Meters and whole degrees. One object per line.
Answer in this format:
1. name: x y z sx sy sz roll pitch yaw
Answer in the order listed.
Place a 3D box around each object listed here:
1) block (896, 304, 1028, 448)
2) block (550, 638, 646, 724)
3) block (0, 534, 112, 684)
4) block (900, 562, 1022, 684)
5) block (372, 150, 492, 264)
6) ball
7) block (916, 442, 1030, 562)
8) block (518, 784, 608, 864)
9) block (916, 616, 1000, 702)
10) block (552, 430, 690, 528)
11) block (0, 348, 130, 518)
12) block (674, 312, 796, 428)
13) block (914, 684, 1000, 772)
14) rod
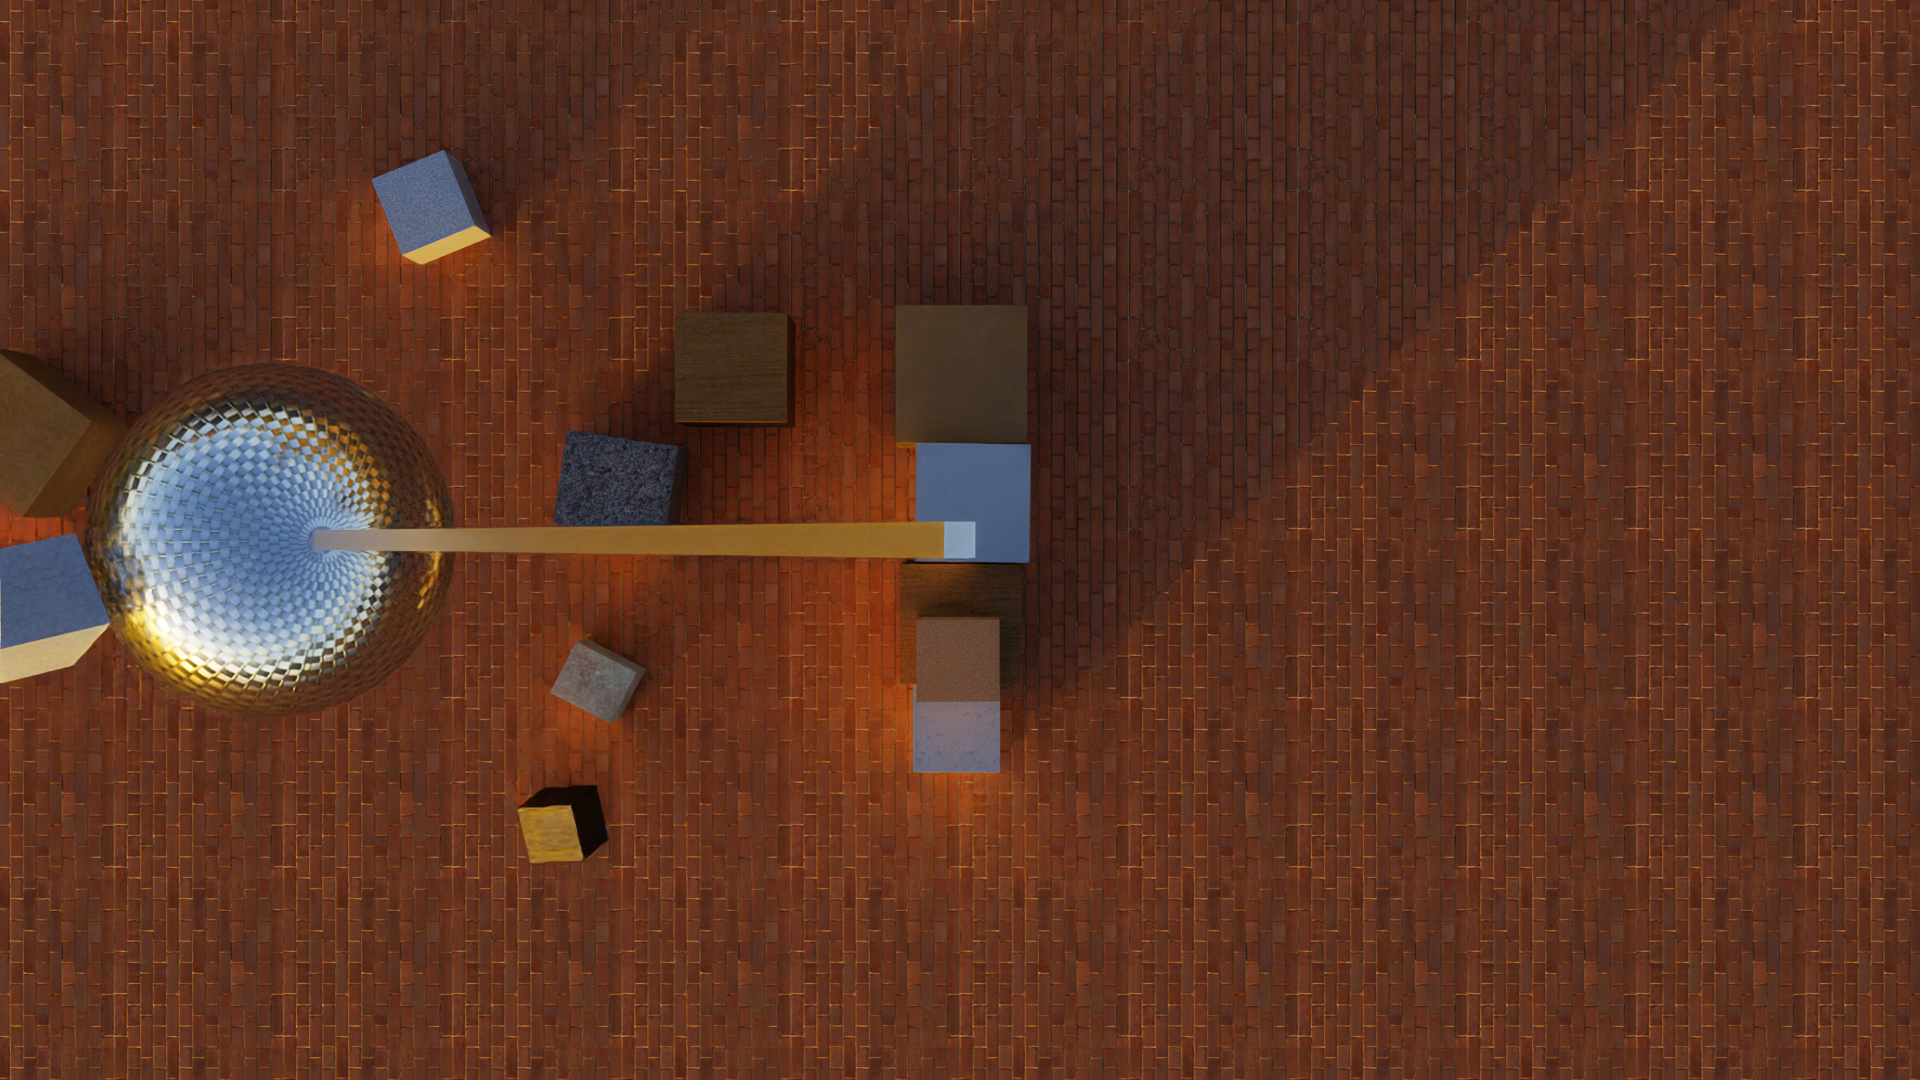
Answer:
1. block: 0.007 -0.930 12.659 0.740 0.681 0.771 0 90 0
2. block: -2.106 0.819 12.814 0.388 0.372 0.328 27 90 0
3. block: -4.011 0.309 9.382 0.504 0.481 0.427 -33 78 44
4. block: 0.002 0.473 12.678 0.682 0.643 0.674 0 90 0
5. block: -3.065 -1.927 12.776 0.449 0.448 0.467 -22 90 0
6. ball: -3.093 0.000 9.937 1.600 1.600 1.600 0 90 0
7. block: 0.072 -0.207 12.619 0.636 0.763 0.659 1 90 0
8. block: -2.296 1.642 12.731 0.353 0.315 0.338 -6 103 20
9. block: -0.011 0.656 12.160 0.452 0.393 0.447 0 90 0
10. block: -1.957 -0.271 12.727 0.636 0.545 0.622 9 90 0
11. block: -5.375 -0.610 12.695 0.717 0.610 0.668 36 90 0
12. block: -1.289 -0.974 12.686 0.630 0.629 0.614 0 90 0
13. block: -0.019 1.067 12.724 0.492 0.552 0.497 0 90 0
14. rod: -1.340 0.000 7.023 0.080 5.200 0.080 0 90 -31
